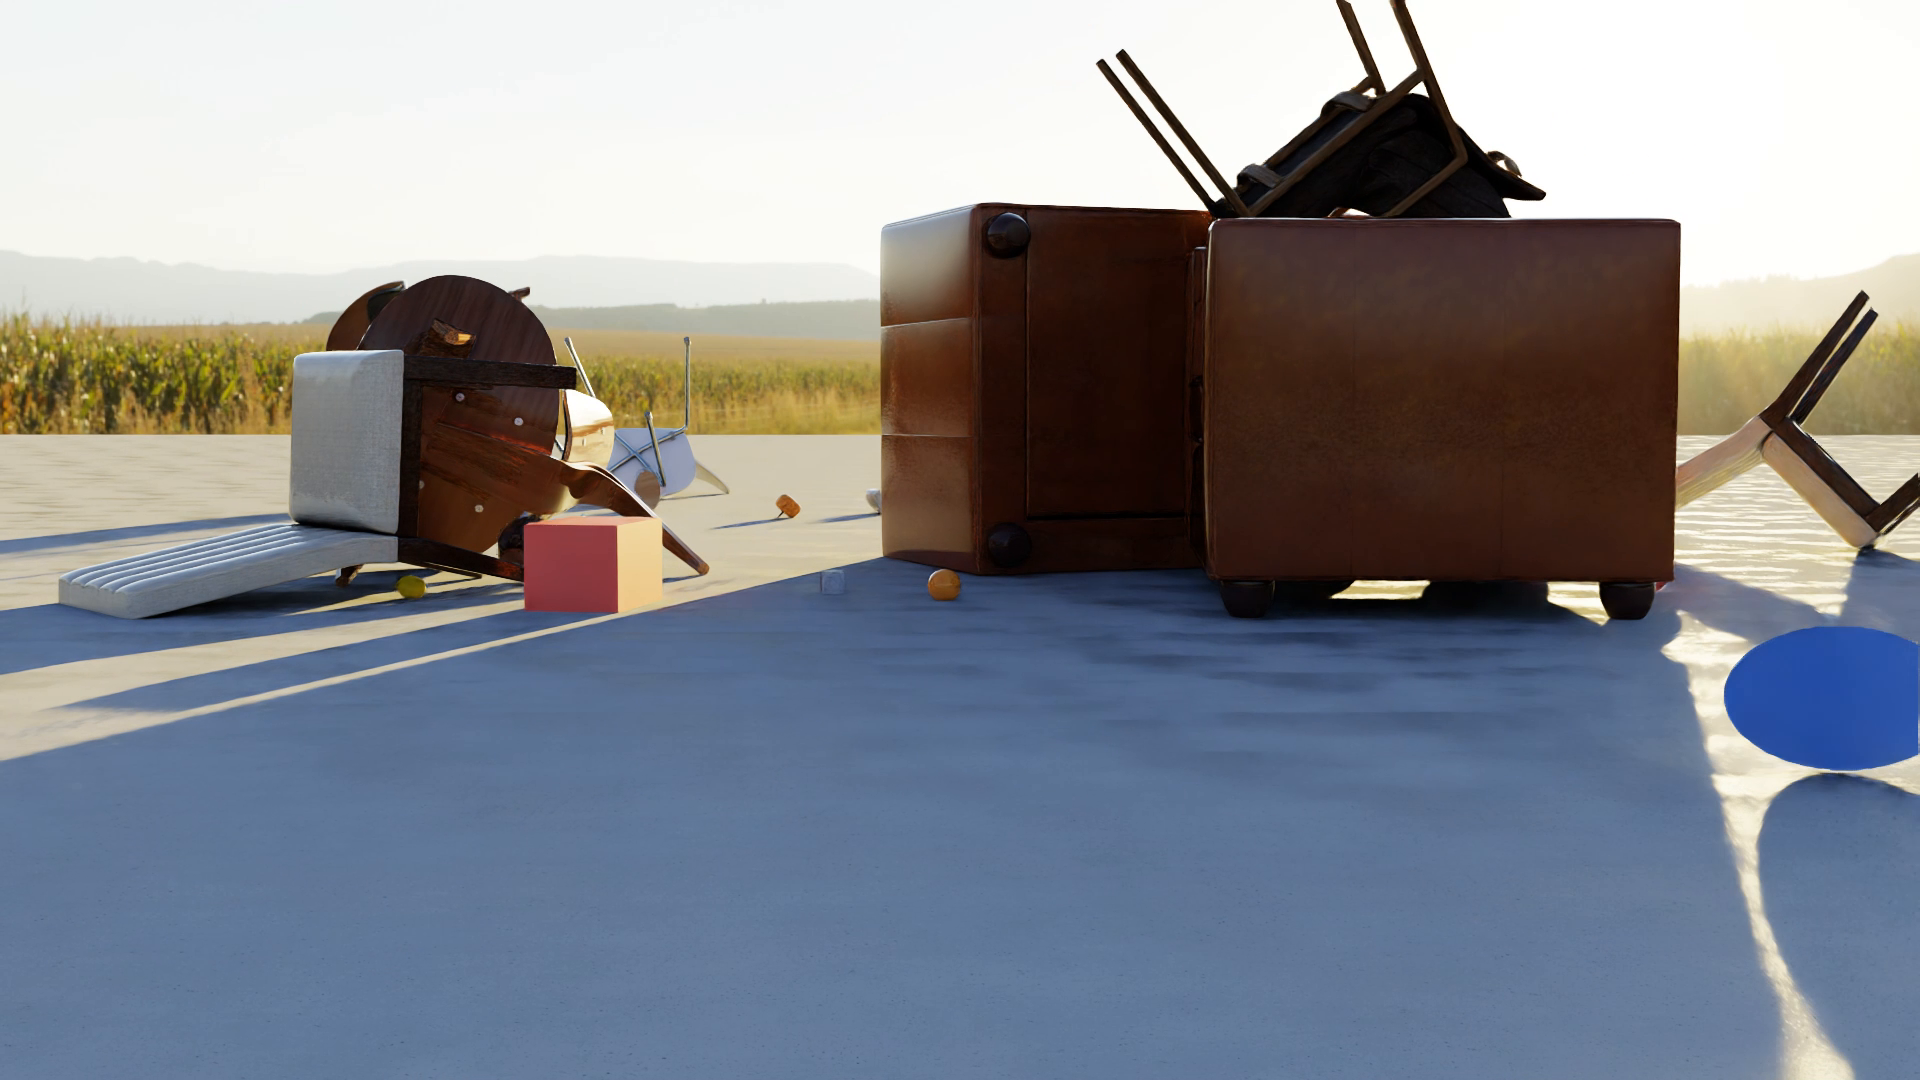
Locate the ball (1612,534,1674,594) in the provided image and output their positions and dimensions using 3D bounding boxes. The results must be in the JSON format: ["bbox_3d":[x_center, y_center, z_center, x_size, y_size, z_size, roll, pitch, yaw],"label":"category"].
[{"bbox_3d":[1.495,0.054,4.816,0.130,0.130,0.130,0,4,0],"label":"ball"}]

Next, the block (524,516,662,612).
[{"bbox_3d":[-0.758,0.048,4.562,0.199,0.176,0.276,1,4,11],"label":"block"}]

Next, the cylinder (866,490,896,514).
[{"bbox_3d":[-0.287,-0.140,7.966,0.059,0.101,0.088,-45,20,-16],"label":"cylinder"}]

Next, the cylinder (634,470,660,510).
[{"bbox_3d":[-1.164,-0.186,8.185,0.092,0.147,0.094,-7,5,-10],"label":"cylinder"}]

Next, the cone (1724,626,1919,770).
[{"bbox_3d":[1.032,0.153,2.603,0.257,0.193,0.140,5,28,11],"label":"cone"}]

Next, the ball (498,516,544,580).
[{"bbox_3d":[-1.004,0.020,5.141,0.152,0.152,0.152,0,4,0],"label":"ball"}]

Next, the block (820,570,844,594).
[{"bbox_3d":[-0.283,0.092,4.879,0.049,0.044,0.113,0,4,-5],"label":"block"}]

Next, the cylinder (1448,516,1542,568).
[{"bbox_3d":[1.343,0.007,5.529,0.180,0.122,0.186,-1,18,-8],"label":"cylinder"}]
